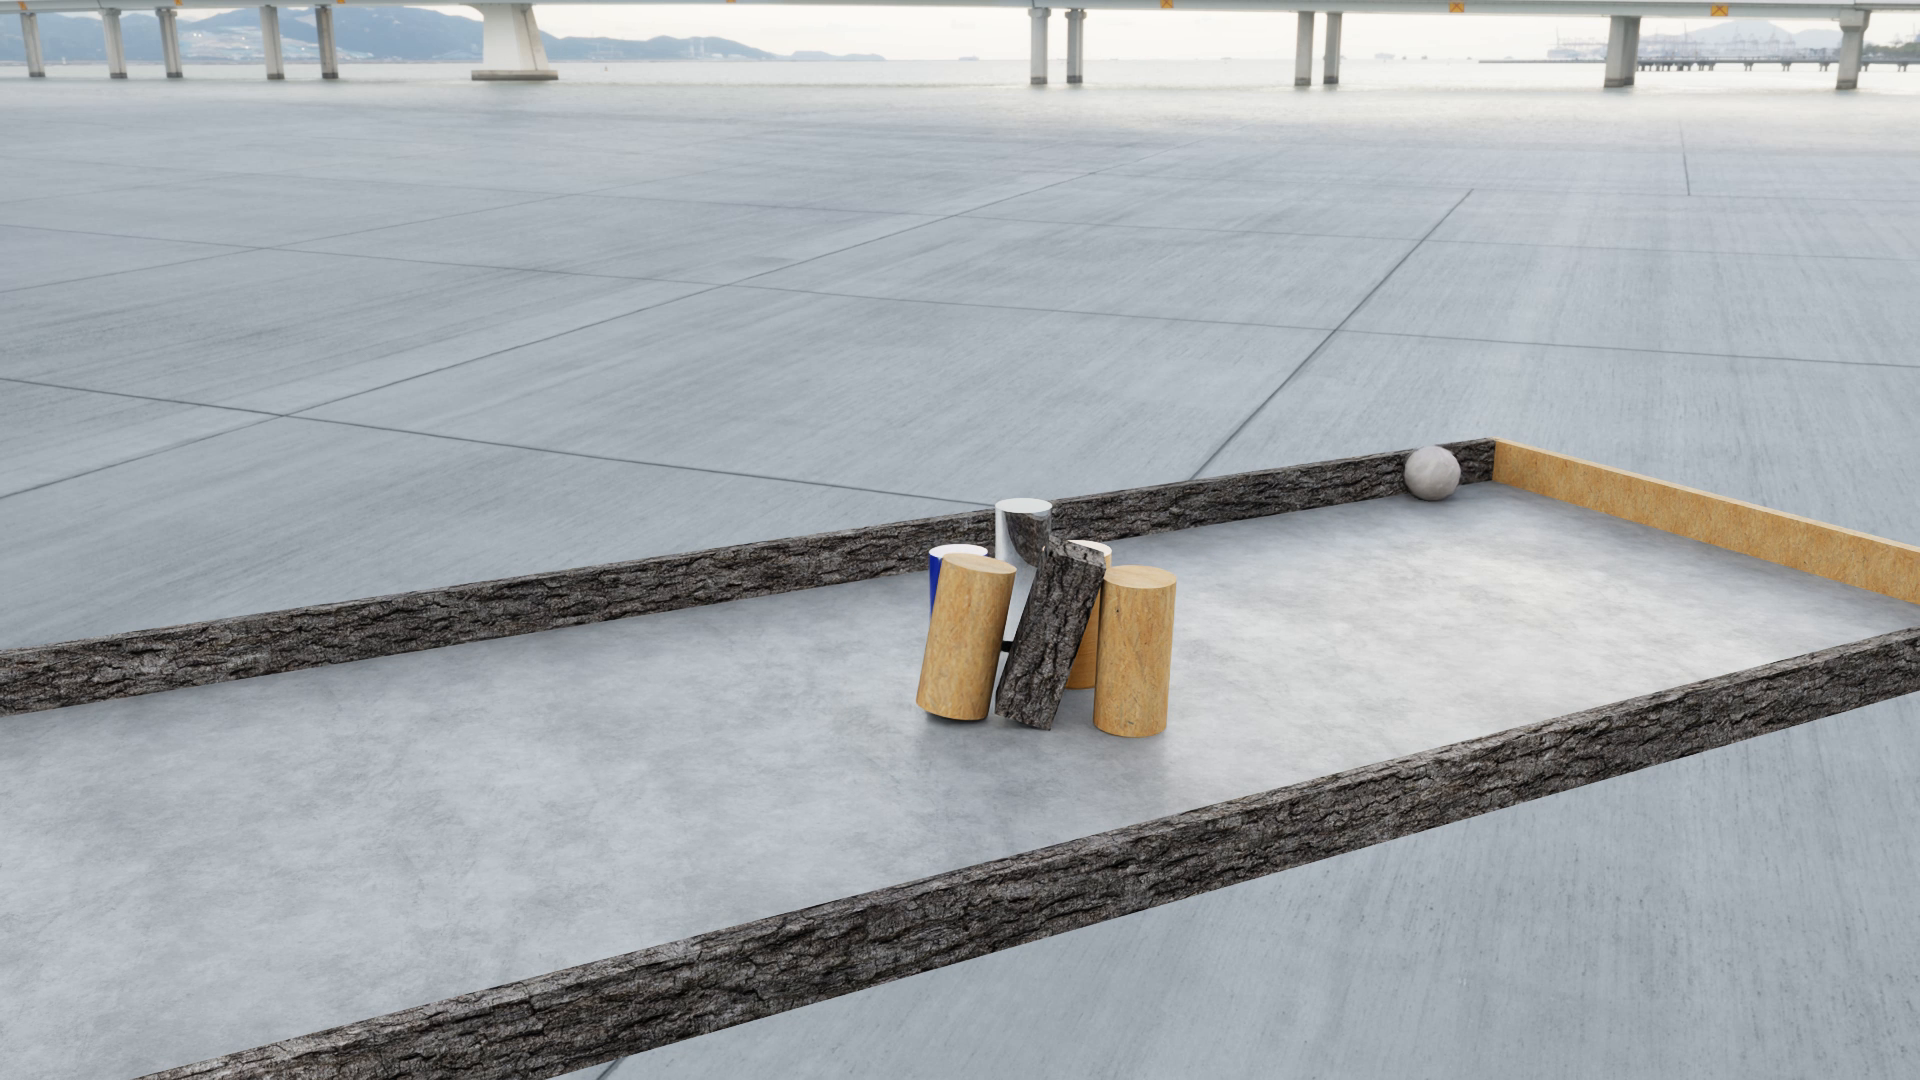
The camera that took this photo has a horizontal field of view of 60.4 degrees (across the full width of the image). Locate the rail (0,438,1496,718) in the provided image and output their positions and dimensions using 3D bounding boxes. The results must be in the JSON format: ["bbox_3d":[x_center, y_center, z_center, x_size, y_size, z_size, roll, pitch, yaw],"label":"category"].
[{"bbox_3d":[-3.305,0.497,3.399,12.000,0.150,0.050,-9,18,-27],"label":"rail"}]

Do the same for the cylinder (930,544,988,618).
[{"bbox_3d":[-0.002,0.193,4.086,0.144,0.340,0.144,-1,14,0],"label":"cylinder"}]

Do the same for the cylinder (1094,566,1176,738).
[{"bbox_3d":[0.405,0.257,3.832,0.173,0.361,0.173,2,17,0],"label":"cylinder"}]

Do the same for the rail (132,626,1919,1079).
[{"bbox_3d":[-2.336,1.006,1.665,12.000,0.150,0.050,-9,18,-27],"label":"rail"}]

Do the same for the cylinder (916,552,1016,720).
[{"bbox_3d":[0.013,0.226,3.902,0.176,0.358,0.176,10,11,-2],"label":"cylinder"}]

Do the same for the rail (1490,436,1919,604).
[{"bbox_3d":[2.466,-0.048,5.253,0.050,0.150,2.100,-9,18,-27],"label":"rail"}]

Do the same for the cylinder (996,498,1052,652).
[{"bbox_3d":[0.166,0.095,4.350,0.148,0.385,0.148,0,16,0],"label":"cylinder"}]

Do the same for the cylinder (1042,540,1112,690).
[{"bbox_3d":[0.290,0.186,4.126,0.170,0.336,0.170,0,16,0],"label":"cylinder"}]

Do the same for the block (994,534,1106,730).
[{"bbox_3d":[0.208,0.216,3.846,0.135,0.414,0.135,17,16,-3],"label":"block"}]

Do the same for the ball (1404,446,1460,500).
[{"bbox_3d":[1.664,-0.237,5.818,0.193,0.193,0.193,0,16,0],"label":"ball"}]
